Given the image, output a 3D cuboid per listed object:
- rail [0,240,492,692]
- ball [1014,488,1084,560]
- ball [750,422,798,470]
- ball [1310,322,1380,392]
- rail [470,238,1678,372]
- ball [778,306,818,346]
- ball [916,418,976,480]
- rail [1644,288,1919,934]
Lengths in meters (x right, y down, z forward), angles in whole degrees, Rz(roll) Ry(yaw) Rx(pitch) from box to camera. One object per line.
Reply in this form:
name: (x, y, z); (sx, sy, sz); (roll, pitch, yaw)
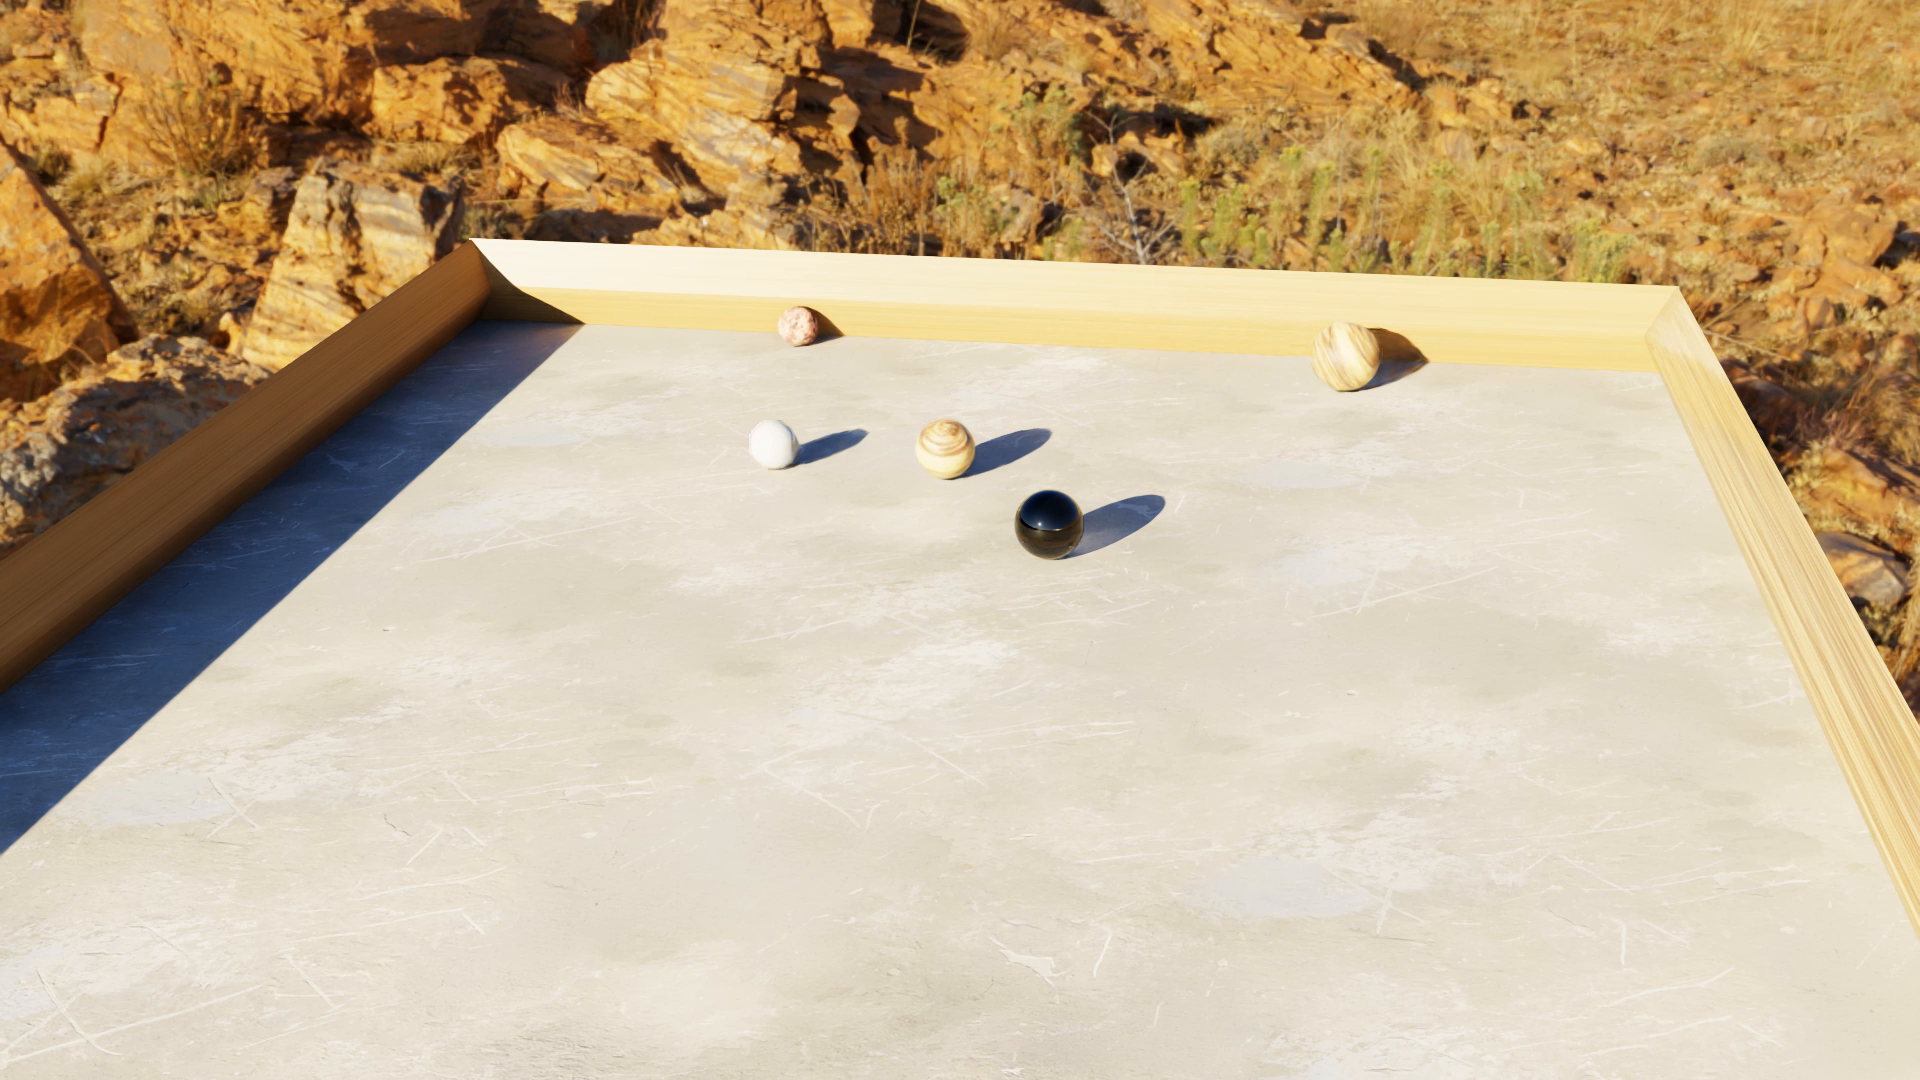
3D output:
rail: (-0.986, 0.245, 1.770); (0.045, 0.125, 3.470); (3, 22, 8)
ball: (0.101, -0.018, 2.482); (0.080, 0.080, 0.080); (0, 22, 0)
ball: (-0.233, -0.119, 2.757); (0.060, 0.060, 0.060); (0, 22, 0)
ball: (0.533, -0.254, 3.044); (0.096, 0.096, 0.096); (0, 22, 0)
rail: (0.129, -0.340, 3.215); (1.774, 0.125, 0.045); (3, 22, 8)
ball: (-0.240, -0.316, 3.247); (0.058, 0.058, 0.058); (0, 22, 0)
ball: (-0.018, -0.113, 2.724); (0.075, 0.075, 0.075); (0, 22, 0)
rail: (0.720, 0.344, 1.525); (0.045, 0.125, 3.470); (3, 22, 8)
